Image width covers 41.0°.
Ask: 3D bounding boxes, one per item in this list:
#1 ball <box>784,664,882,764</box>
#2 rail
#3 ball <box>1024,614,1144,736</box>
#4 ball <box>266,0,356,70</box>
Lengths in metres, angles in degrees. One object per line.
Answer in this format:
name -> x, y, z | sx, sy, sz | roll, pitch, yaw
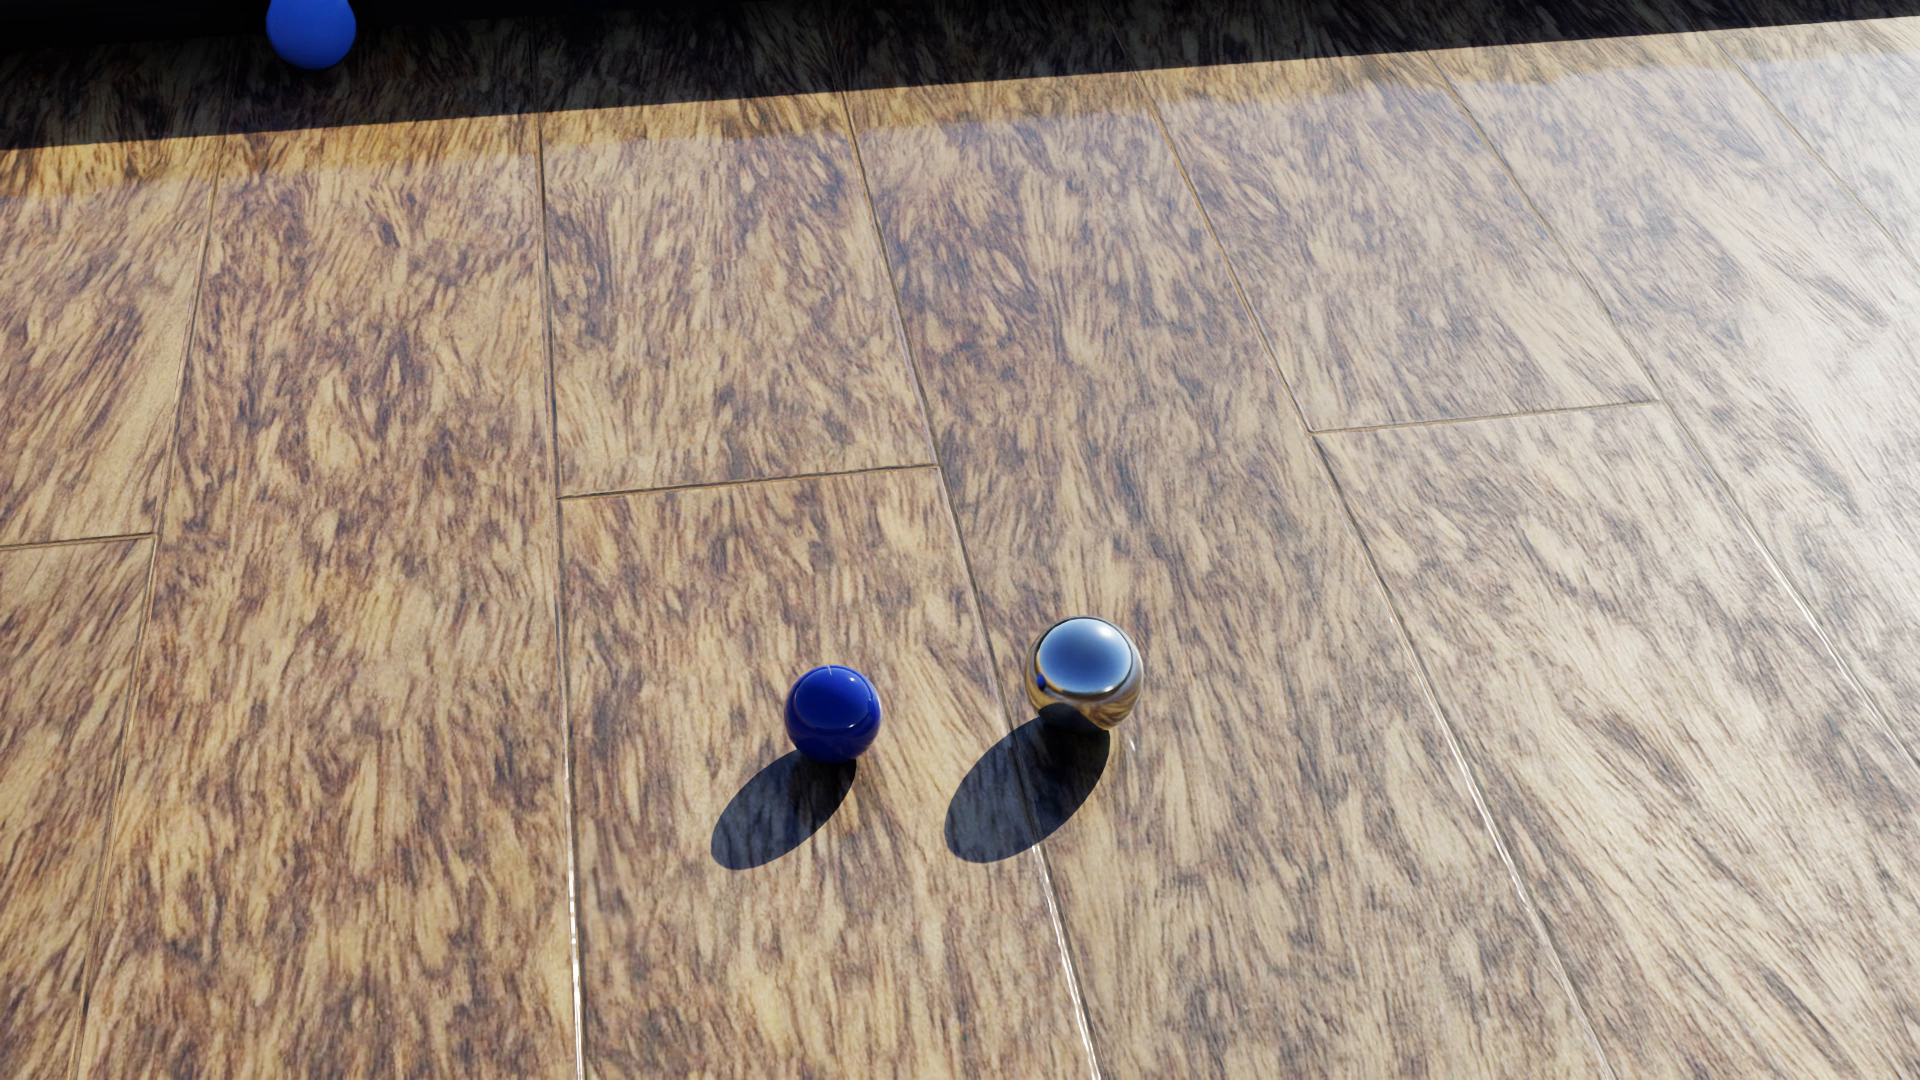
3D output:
ball -> -0.071, 0.098, 1.439 | 0.056, 0.056, 0.056 | 0, 36, 0
rail -> 0.695, -0.596, 2.320 | 3.342, 0.128, 0.045 | -5, 37, -7
ball -> 0.070, 0.077, 1.457 | 0.068, 0.068, 0.068 | 0, 36, 0
ball -> -0.542, -0.429, 2.140 | 0.073, 0.073, 0.073 | 0, 36, 0
